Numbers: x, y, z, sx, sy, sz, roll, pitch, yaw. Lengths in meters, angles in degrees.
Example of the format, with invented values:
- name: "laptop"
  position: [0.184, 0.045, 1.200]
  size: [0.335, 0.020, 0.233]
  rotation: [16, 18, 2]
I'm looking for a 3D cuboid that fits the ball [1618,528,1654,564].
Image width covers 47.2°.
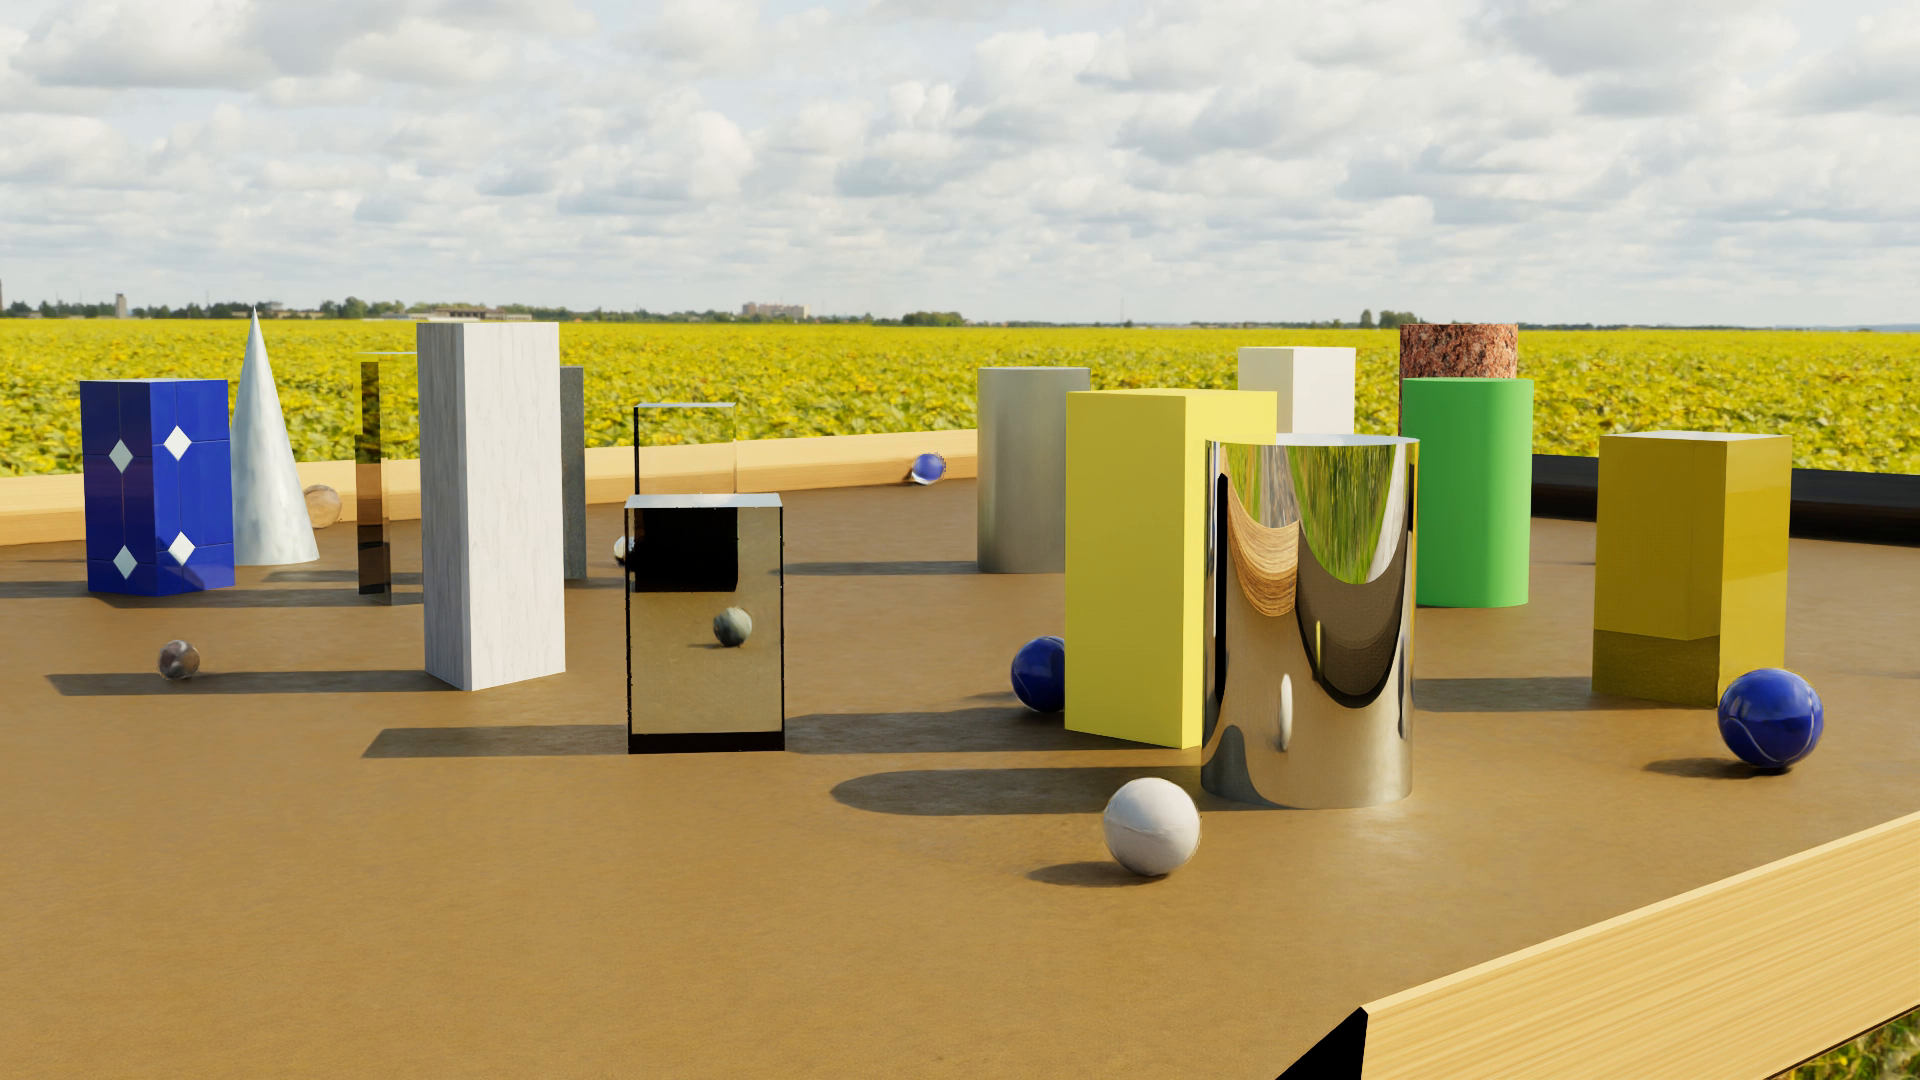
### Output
- name: "ball"
  position: [1.188, 0.012, 3.864]
  size: [0.062, 0.062, 0.062]
  rotation: [0, 6, 0]

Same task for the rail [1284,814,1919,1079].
- name: "rail"
  position: [1.235, 0.172, 2.001]
  size: [3.937, 0.128, 0.045]
  rotation: [-5, 8, -42]

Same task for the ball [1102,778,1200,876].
- name: "ball"
  position: [0.151, 0.226, 1.739]
  size: [0.077, 0.077, 0.077]
  rotation: [0, 6, 0]

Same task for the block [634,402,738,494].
- name: "block"
  position: [-0.446, -0.075, 3.593]
  size: [0.157, 0.291, 0.157]
  rotation: [0, 6, -4]

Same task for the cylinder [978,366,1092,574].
- name: "cylinder"
  position: [0.128, -0.125, 3.806]
  size: [0.196, 0.345, 0.196]
  rotation: [0, 6, 0]

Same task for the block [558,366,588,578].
- name: "block"
  position: [-0.711, -0.117, 3.706]
  size: [0.157, 0.350, 0.157]
  rotation: [-1, 6, -9]

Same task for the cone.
- name: "cone"
  position: [-1.250, -0.191, 3.919]
  size: [0.196, 0.454, 0.196]
  rotation: [0, 6, 0]

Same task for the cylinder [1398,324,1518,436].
- name: "cylinder"
  position: [0.852, -0.160, 3.778]
  size: [0.196, 0.420, 0.196]
  rotation: [0, 6, 0]

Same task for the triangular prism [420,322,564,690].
- name: "triangular prism"
  position: [-0.597, -0.048, 2.667]
  size: [0.147, 0.429, 0.170]
  rotation: [4, 7, 31]

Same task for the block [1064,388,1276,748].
- name: "block"
  position: [0.223, 0.023, 2.330]
  size: [0.157, 0.359, 0.157]
  rotation: [6, 8, 43]

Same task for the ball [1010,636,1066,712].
- name: "ball"
  position: [0.098, 0.149, 2.440]
  size: [0.085, 0.085, 0.085]
  rotation: [0, 6, 0]

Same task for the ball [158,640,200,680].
- name: "ball"
  position: [-0.944, 0.145, 2.656]
  size: [0.048, 0.048, 0.048]
  rotation: [0, 6, 0]

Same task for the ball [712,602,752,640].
- name: "ball"
  position: [-0.308, 0.110, 2.974]
  size: [0.052, 0.052, 0.052]
  rotation: [0, 6, 0]

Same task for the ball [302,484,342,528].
- name: "ball"
  position: [-1.313, -0.070, 4.503]
  size: [0.090, 0.090, 0.090]
  rotation: [0, 6, 0]

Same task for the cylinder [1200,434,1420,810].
- name: "cylinder"
  position: [0.325, 0.069, 2.048]
  size: [0.196, 0.326, 0.196]
  rotation: [0, 6, 0]

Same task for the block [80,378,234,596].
- name: "block"
  position: [-1.281, -0.088, 3.514]
  size: [0.157, 0.334, 0.157]
  rotation: [3, 7, 28]

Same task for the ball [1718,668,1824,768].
- name: "ball"
  position: [0.789, 0.173, 2.141]
  size: [0.098, 0.098, 0.098]
  rotation: [0, 6, 0]

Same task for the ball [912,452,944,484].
- name: "ball"
  position: [-0.084, -0.182, 5.616]
  size: [0.082, 0.082, 0.082]
  rotation: [0, 6, 0]

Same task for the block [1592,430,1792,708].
- name: "block"
  position: [0.851, 0.028, 2.559]
  size: [0.157, 0.300, 0.157]
  rotation: [-6, 8, -44]

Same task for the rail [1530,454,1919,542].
- name: "rail"
  position: [1.429, -0.104, 4.643]
  size: [0.045, 0.128, 3.689]
  rotation: [-5, 8, -42]

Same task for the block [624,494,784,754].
- name: "block"
  position: [-0.264, 0.083, 2.284]
  size: [0.157, 0.249, 0.157]
  rotation: [-1, 6, -6]

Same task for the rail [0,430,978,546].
- name: "rail"
  position: [-1.235, -0.106, 4.663]
  size: [3.937, 0.128, 0.045]
  rotation: [-5, 8, -42]

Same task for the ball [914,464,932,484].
- name: "ball"
  position: [-0.096, -0.170, 5.679]
  size: [0.047, 0.047, 0.047]
  rotation: [0, 6, 0]

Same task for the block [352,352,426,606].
- name: "block"
  position: [-0.834, -0.100, 3.407]
  size: [0.157, 0.379, 0.157]
  rotation: [-4, 7, -33]

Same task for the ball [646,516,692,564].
- name: "ball"
  position: [-0.511, 0.001, 3.866]
  size: [0.083, 0.083, 0.083]
  rotation: [0, 6, 0]

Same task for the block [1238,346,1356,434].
- name: "block"
  position: [0.644, -0.183, 4.230]
  size: [0.157, 0.373, 0.157]
  rotation: [-4, 7, -34]

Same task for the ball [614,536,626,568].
- name: "ball"
  position: [-0.571, 0.019, 3.808]
  size: [0.058, 0.058, 0.058]
  rotation: [0, 6, 0]

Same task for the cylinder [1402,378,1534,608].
- name: "cylinder"
  position: [0.777, -0.077, 3.380]
  size: [0.196, 0.339, 0.196]
  rotation: [0, 6, 0]
